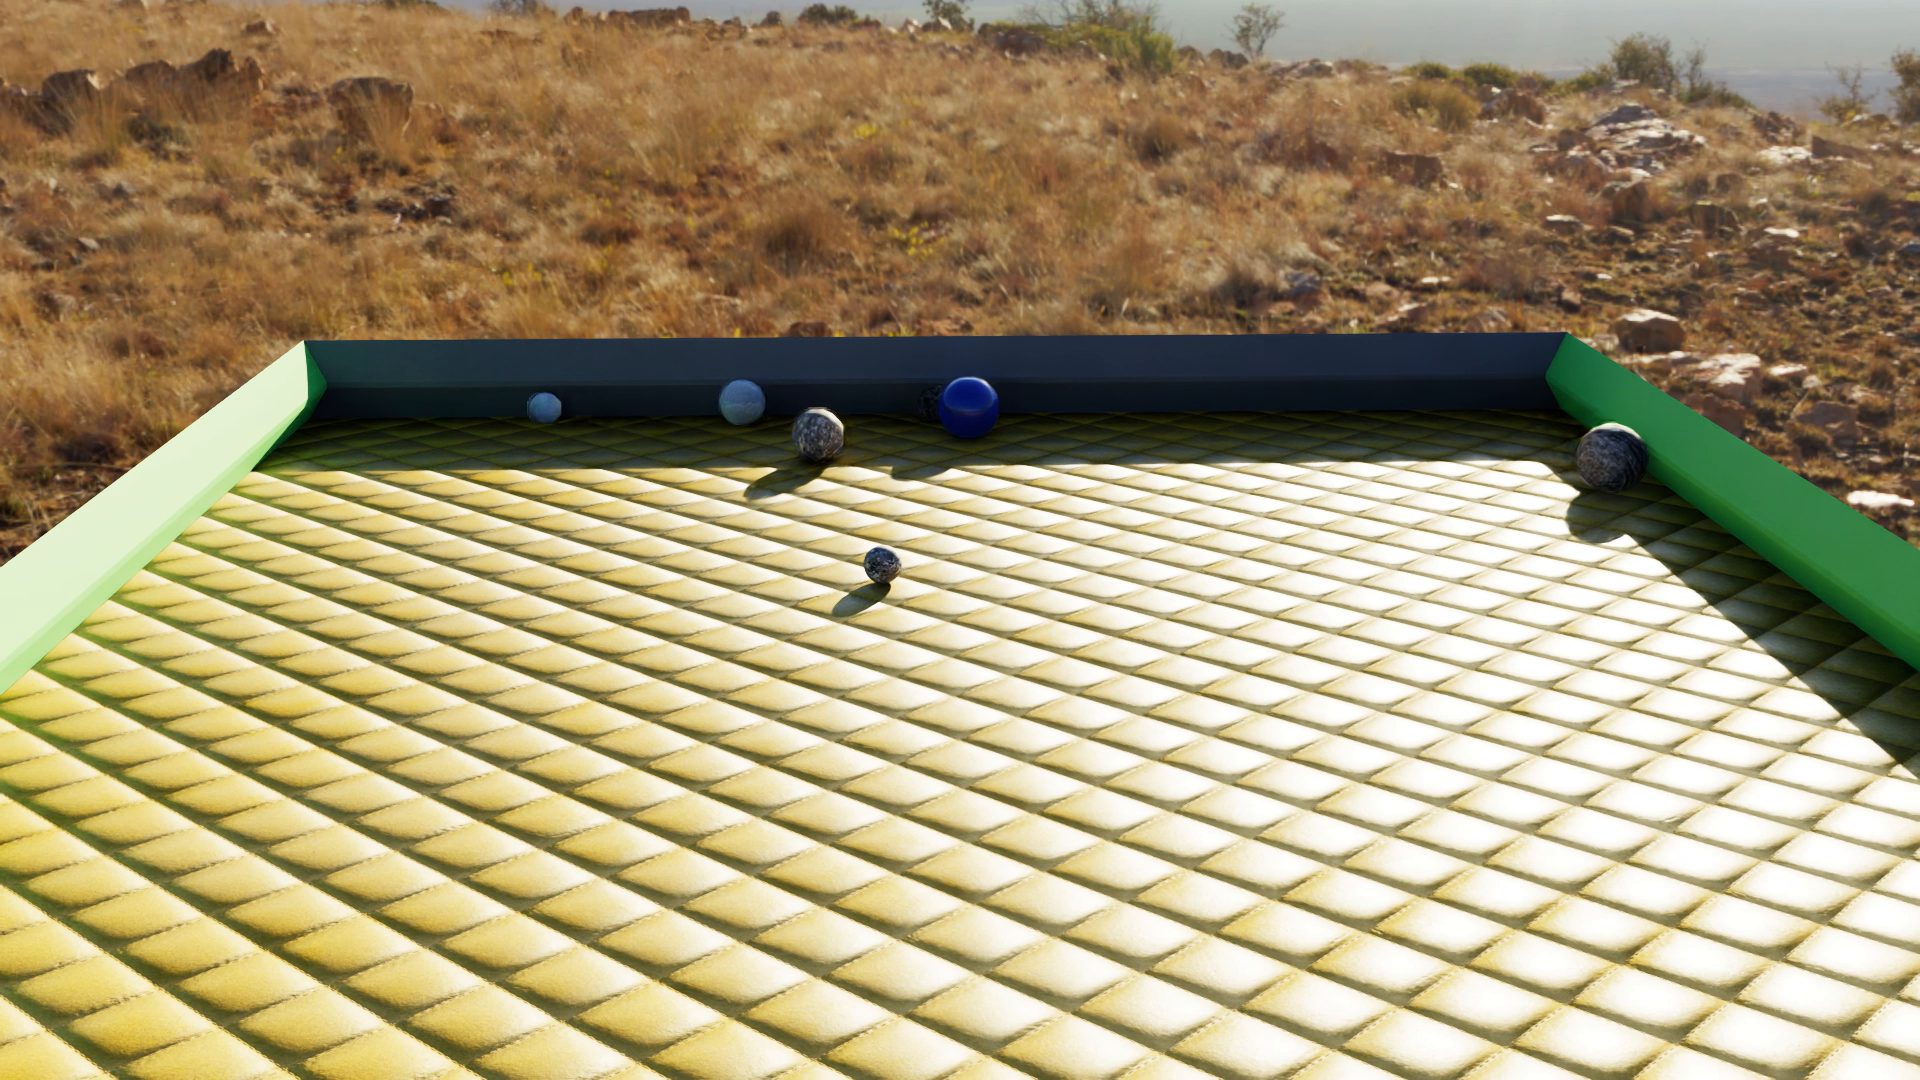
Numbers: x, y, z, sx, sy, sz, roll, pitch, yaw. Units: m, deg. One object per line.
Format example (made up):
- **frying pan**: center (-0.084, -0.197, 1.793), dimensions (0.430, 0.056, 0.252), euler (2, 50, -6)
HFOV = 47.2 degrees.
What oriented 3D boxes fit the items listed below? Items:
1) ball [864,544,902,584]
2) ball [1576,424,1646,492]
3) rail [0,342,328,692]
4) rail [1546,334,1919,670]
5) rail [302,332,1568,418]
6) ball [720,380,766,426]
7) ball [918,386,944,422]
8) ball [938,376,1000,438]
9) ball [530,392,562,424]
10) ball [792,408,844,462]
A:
- **ball**: center (-0.094, 0.030, 2.679), dimensions (0.047, 0.047, 0.047), euler (0, 16, 0)
- **ball**: center (0.918, -0.116, 3.099), dimensions (0.095, 0.095, 0.095), euler (0, 16, 0)
- **rail**: center (-0.968, 0.220, 1.871), dimensions (0.045, 0.125, 3.466), euler (-1, 16, -2)
- **rail**: center (1.029, 0.201, 1.939), dimensions (0.045, 0.125, 3.466), euler (-1, 16, -2)
- **rail**: center (-0.030, -0.262, 3.547), dimensions (2.046, 0.125, 0.045), euler (-1, 16, -2)
- **ball**: center (-0.346, -0.218, 3.495), dimensions (0.073, 0.073, 0.073), euler (0, 16, 0)
- **ball**: center (-0.039, -0.218, 3.521), dimensions (0.058, 0.058, 0.058), euler (0, 16, 0)
- **ball**: center (0.014, -0.206, 3.409), dimensions (0.097, 0.097, 0.097), euler (0, 16, 0)
- **ball**: center (-0.661, -0.210, 3.507), dimensions (0.051, 0.051, 0.051), euler (0, 16, 0)
- **ball**: center (-0.211, -0.155, 3.266), dimensions (0.078, 0.078, 0.078), euler (0, 16, 0)
